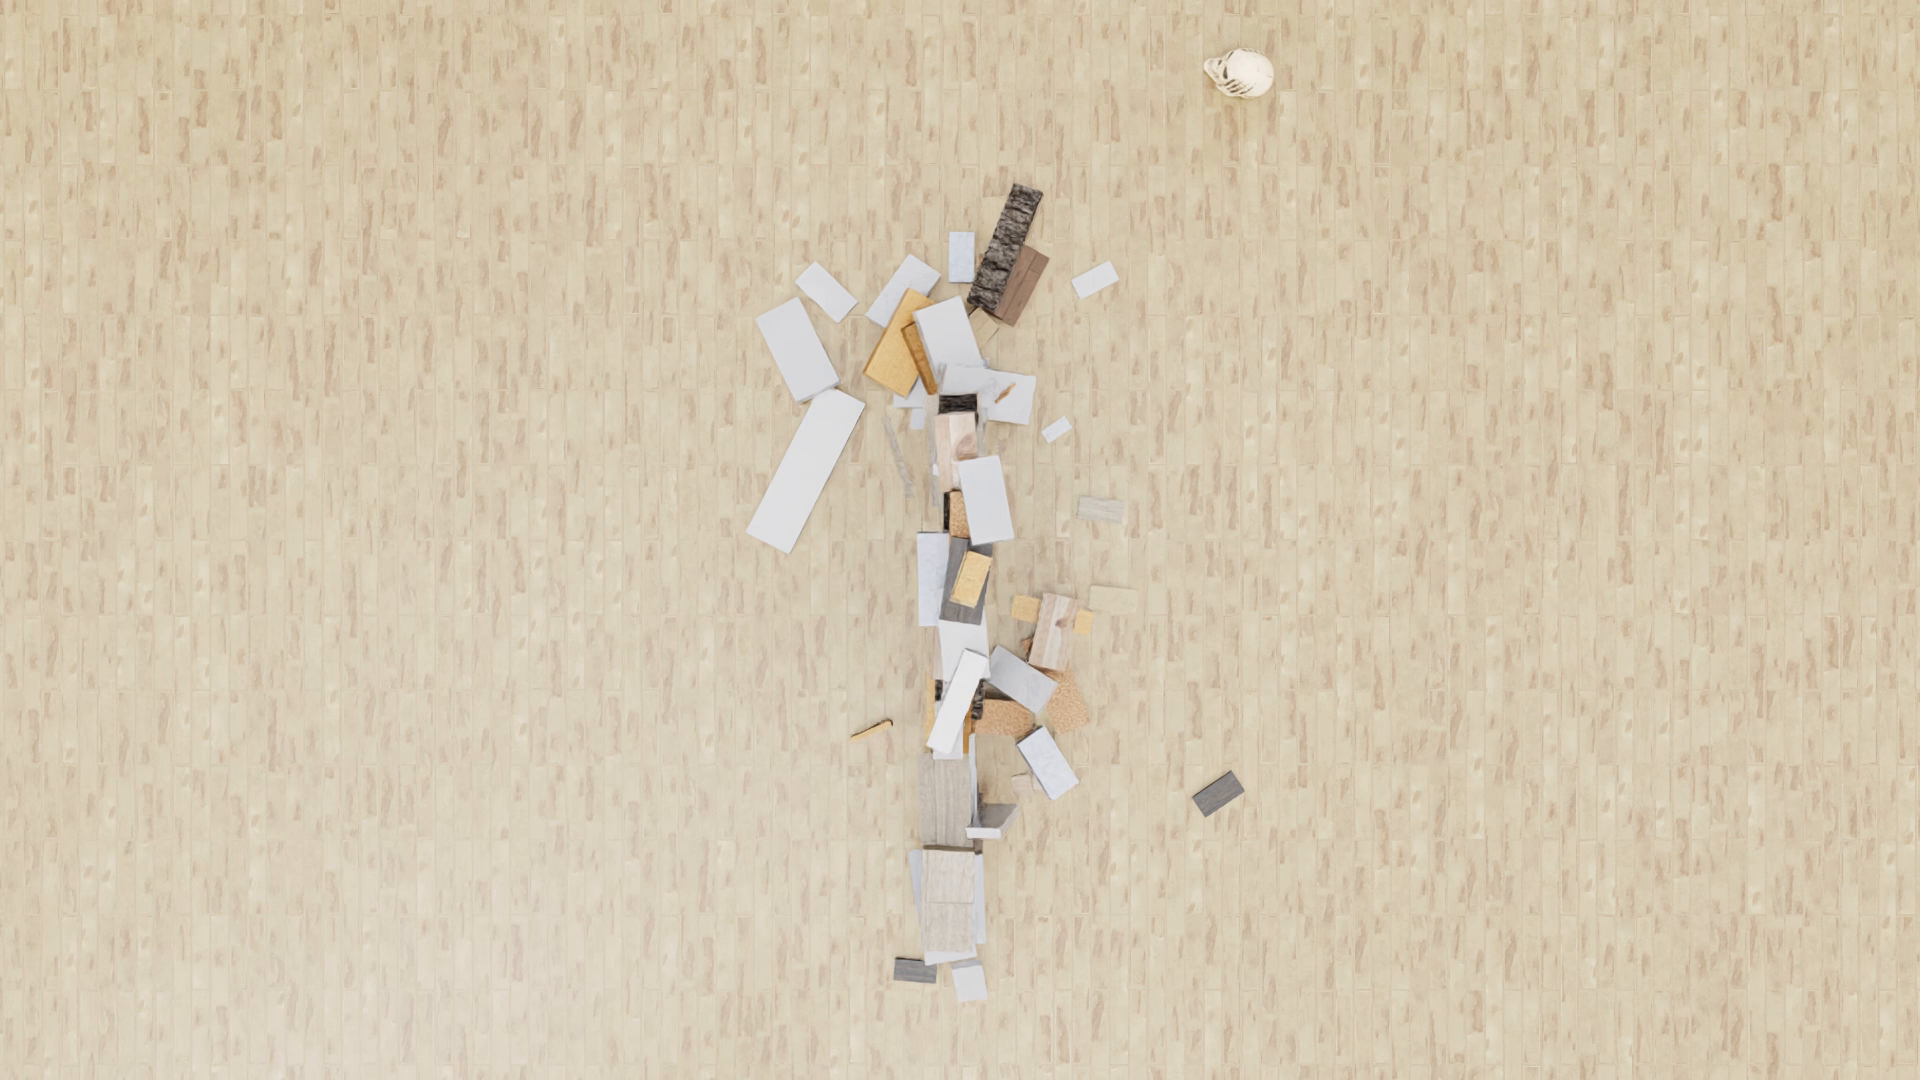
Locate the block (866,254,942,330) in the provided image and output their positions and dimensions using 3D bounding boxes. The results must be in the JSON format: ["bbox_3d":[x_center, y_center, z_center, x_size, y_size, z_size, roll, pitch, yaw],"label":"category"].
[{"bbox_3d":[-0.187,-0.807,5.460,0.127,0.036,0.255,34,83,5],"label":"block"}]

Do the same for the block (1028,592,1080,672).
[{"bbox_3d":[0.310,0.304,5.448,0.121,0.034,0.242,13,87,0],"label":"block"}]

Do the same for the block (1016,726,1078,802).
[{"bbox_3d":[0.288,0.739,5.458,0.112,0.032,0.223,-33,96,-17],"label":"block"}]

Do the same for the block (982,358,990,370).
[{"bbox_3d":[0.069,-0.544,5.481,0.058,0.016,0.116,-1,101,0],"label":"block"}]

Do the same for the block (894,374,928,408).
[{"bbox_3d":[-0.157,-0.578,5.474,0.127,0.036,0.279,-1,87,0],"label":"block"}]

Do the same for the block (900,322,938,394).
[{"bbox_3d":[-0.058,-0.577,5.409,0.160,0.045,0.320,-27,103,-15],"label":"block"}]

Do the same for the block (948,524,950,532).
[{"bbox_3d":[0.012,-0.010,4.995,0.096,0.192,0.027,3,54,-2],"label":"block"}]

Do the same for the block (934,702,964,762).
[{"bbox_3d":[-0.033,0.581,5.011,0.088,0.025,0.176,2,72,3],"label":"block"}]

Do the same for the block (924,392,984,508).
[{"bbox_3d":[-0.012,-0.280,5.125,0.174,0.049,0.347,-4,90,0],"label":"block"}]

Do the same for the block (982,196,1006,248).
[{"bbox_3d":[0.119,-1.057,5.488,0.084,0.024,0.167,-5,90,0],"label":"block"}]

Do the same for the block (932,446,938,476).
[{"bbox_3d":[-0.021,-0.242,4.985,0.116,0.231,0.033,2,108,0],"label":"block"}]

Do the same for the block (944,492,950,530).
[{"bbox_3d":[-0.002,-0.117,5.035,0.096,0.027,0.192,1,56,0],"label":"block"}]

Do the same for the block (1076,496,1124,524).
[{"bbox_3d":[0.468,-0.100,5.489,0.150,0.021,0.075,8,90,0],"label":"block"}]

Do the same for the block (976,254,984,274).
[{"bbox_3d":[0.092,-0.863,5.488,0.084,0.024,0.167,9,90,-1],"label":"block"}]

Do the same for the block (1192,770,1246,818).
[{"bbox_3d":[0.859,0.846,5.489,0.159,0.023,0.080,-34,90,0],"label":"block"}]

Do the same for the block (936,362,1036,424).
[{"bbox_3d":[0.083,-0.476,5.372,0.320,0.045,0.160,6,99,-23],"label":"block"}]

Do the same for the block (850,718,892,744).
[{"bbox_3d":[-0.292,0.633,5.464,0.143,0.072,0.020,-24,88,0],"label":"block"}]

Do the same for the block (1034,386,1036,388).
[{"bbox_3d":[0.214,-0.479,5.493,0.047,0.013,0.095,20,90,0],"label":"block"}]

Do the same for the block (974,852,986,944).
[{"bbox_3d":[0.007,1.181,5.438,0.145,0.041,0.290,-2,90,0],"label":"block"}]

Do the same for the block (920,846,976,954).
[{"bbox_3d":[-0.039,1.140,5.235,0.166,0.047,0.331,2,97,3],"label":"block"}]

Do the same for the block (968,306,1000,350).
[{"bbox_3d":[0.026,-0.668,5.464,0.099,0.028,0.198,43,87,-16],"label":"block"}]

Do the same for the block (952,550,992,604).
[{"bbox_3d":[0.036,0.108,4.791,0.072,0.020,0.144,18,96,-5],"label":"block"}]

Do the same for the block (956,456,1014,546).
[{"bbox_3d":[0.073,-0.115,4.804,0.123,0.035,0.247,-10,86,-6],"label":"block"}]

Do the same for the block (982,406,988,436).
[{"bbox_3d":[-0.003,-0.377,5.325,0.174,0.347,0.049,3,84,0],"label":"block"}]

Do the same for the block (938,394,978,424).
[{"bbox_3d":[-0.005,-0.395,4.985,0.116,0.231,0.033,-1,109,0],"label":"block"}]

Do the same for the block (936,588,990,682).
[{"bbox_3d":[0.009,0.275,4.904,0.139,0.039,0.277,-5,100,-3],"label":"block"}]

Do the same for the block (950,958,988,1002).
[{"bbox_3d":[0.031,1.448,5.423,0.099,0.028,0.198,-9,133,0],"label":"block"}]

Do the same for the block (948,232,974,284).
[{"bbox_3d":[0.005,-0.940,5.488,0.084,0.024,0.167,1,90,0],"label":"block"}]

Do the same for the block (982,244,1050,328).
[{"bbox_3d":[0.182,-0.850,5.463,0.127,0.036,0.255,28,85,-8],"label":"block"}]

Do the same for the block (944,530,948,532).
[{"bbox_3d":[0.001,0.074,5.262,0.108,0.030,0.215,0,80,0],"label":"block"}]

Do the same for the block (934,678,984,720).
[{"bbox_3d":[0.000,0.410,5.129,0.149,0.042,0.299,3,105,0],"label":"block"}]

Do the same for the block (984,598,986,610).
[{"bbox_3d":[0.006,0.159,5.192,0.149,0.042,0.322,0,74,0],"label":"block"}]

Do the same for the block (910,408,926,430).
[{"bbox_3d":[-0.138,-0.417,5.493,0.047,0.013,0.095,8,90,0],"label":"block"}]

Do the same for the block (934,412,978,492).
[{"bbox_3d":[-0.008,-0.258,4.841,0.116,0.033,0.231,-3,108,2],"label":"block"}]
